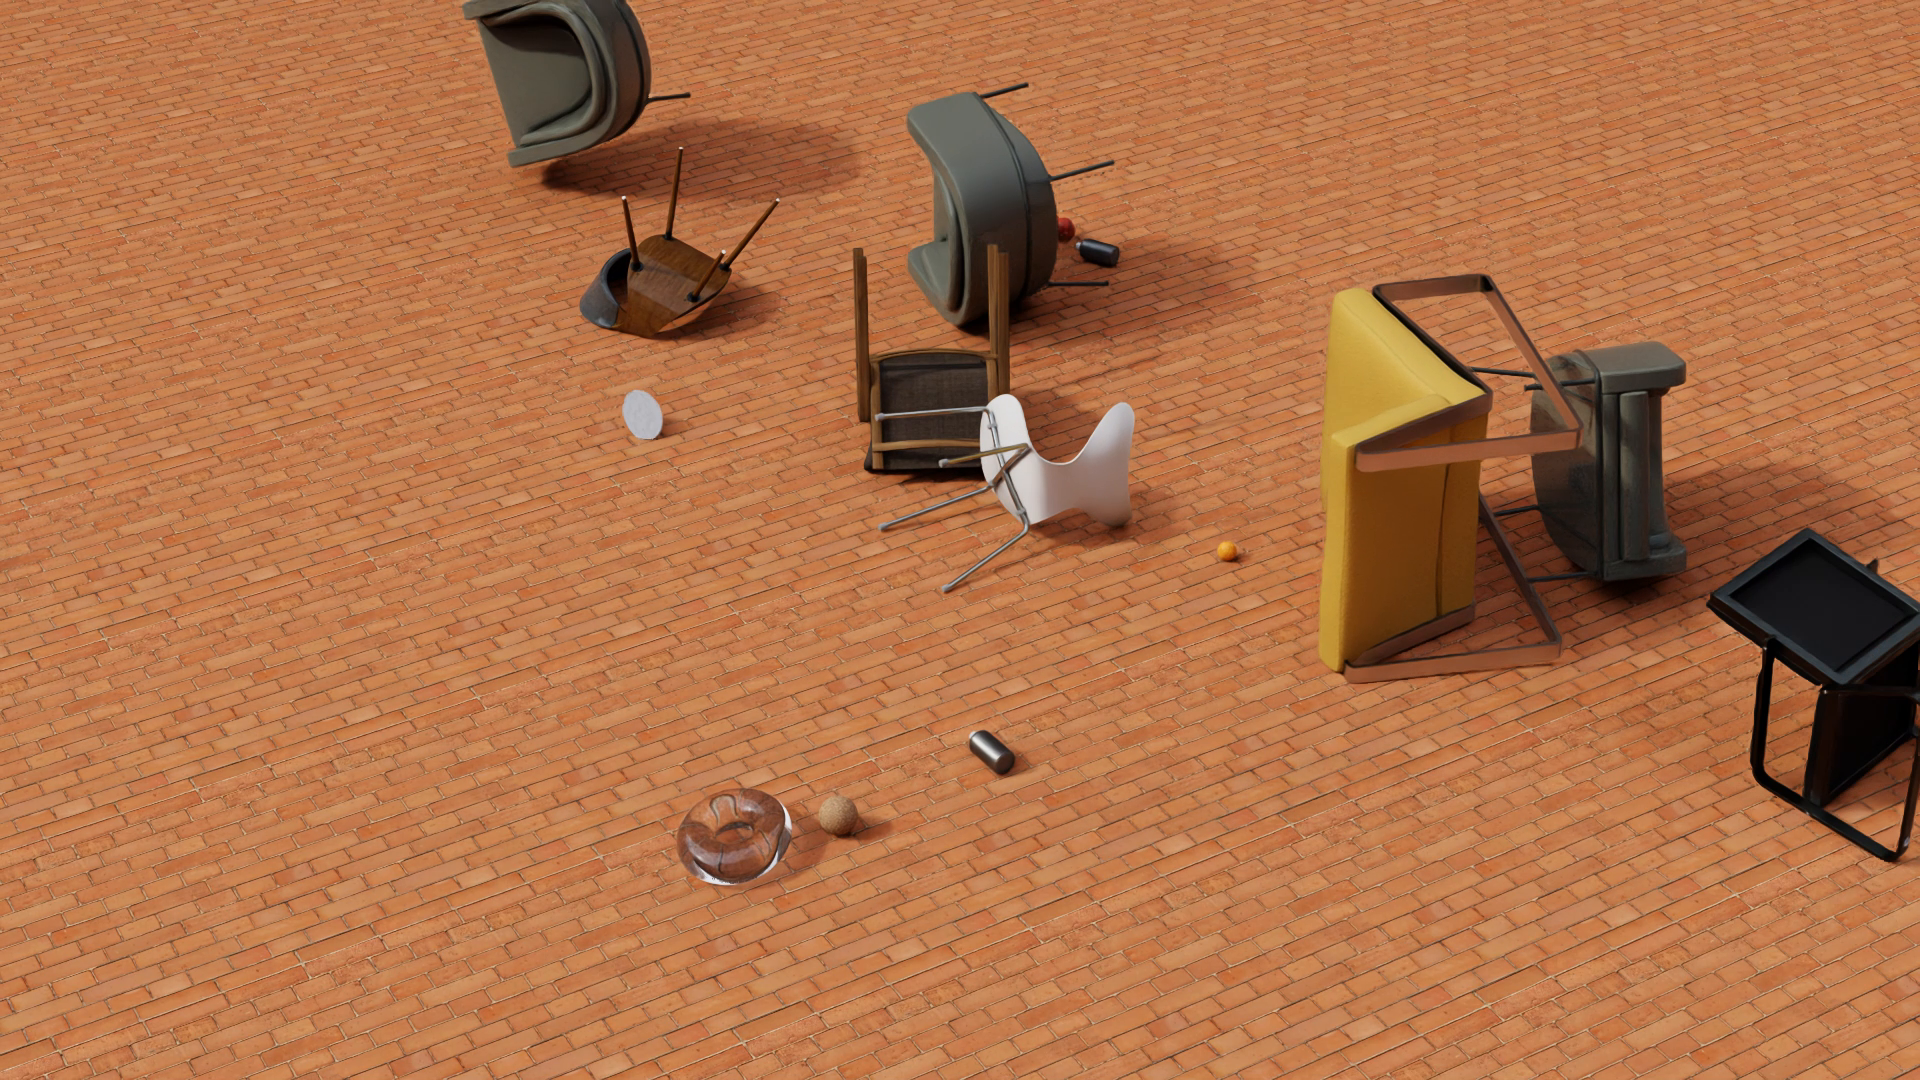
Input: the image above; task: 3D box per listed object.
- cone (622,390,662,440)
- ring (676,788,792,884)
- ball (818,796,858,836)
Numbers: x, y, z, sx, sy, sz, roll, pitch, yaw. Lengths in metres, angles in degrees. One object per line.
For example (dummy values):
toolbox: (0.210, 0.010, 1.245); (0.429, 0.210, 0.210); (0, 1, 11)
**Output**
cone: (-1.238, -0.499, 11.623); (0.150, 0.205, 0.177); (-21, 1, 8)
ring: (-0.724, 0.947, 9.395); (0.364, 0.126, 0.424); (9, 35, 15)
ball: (-0.393, 0.890, 9.478); (0.128, 0.128, 0.128); (0, 33, 0)
